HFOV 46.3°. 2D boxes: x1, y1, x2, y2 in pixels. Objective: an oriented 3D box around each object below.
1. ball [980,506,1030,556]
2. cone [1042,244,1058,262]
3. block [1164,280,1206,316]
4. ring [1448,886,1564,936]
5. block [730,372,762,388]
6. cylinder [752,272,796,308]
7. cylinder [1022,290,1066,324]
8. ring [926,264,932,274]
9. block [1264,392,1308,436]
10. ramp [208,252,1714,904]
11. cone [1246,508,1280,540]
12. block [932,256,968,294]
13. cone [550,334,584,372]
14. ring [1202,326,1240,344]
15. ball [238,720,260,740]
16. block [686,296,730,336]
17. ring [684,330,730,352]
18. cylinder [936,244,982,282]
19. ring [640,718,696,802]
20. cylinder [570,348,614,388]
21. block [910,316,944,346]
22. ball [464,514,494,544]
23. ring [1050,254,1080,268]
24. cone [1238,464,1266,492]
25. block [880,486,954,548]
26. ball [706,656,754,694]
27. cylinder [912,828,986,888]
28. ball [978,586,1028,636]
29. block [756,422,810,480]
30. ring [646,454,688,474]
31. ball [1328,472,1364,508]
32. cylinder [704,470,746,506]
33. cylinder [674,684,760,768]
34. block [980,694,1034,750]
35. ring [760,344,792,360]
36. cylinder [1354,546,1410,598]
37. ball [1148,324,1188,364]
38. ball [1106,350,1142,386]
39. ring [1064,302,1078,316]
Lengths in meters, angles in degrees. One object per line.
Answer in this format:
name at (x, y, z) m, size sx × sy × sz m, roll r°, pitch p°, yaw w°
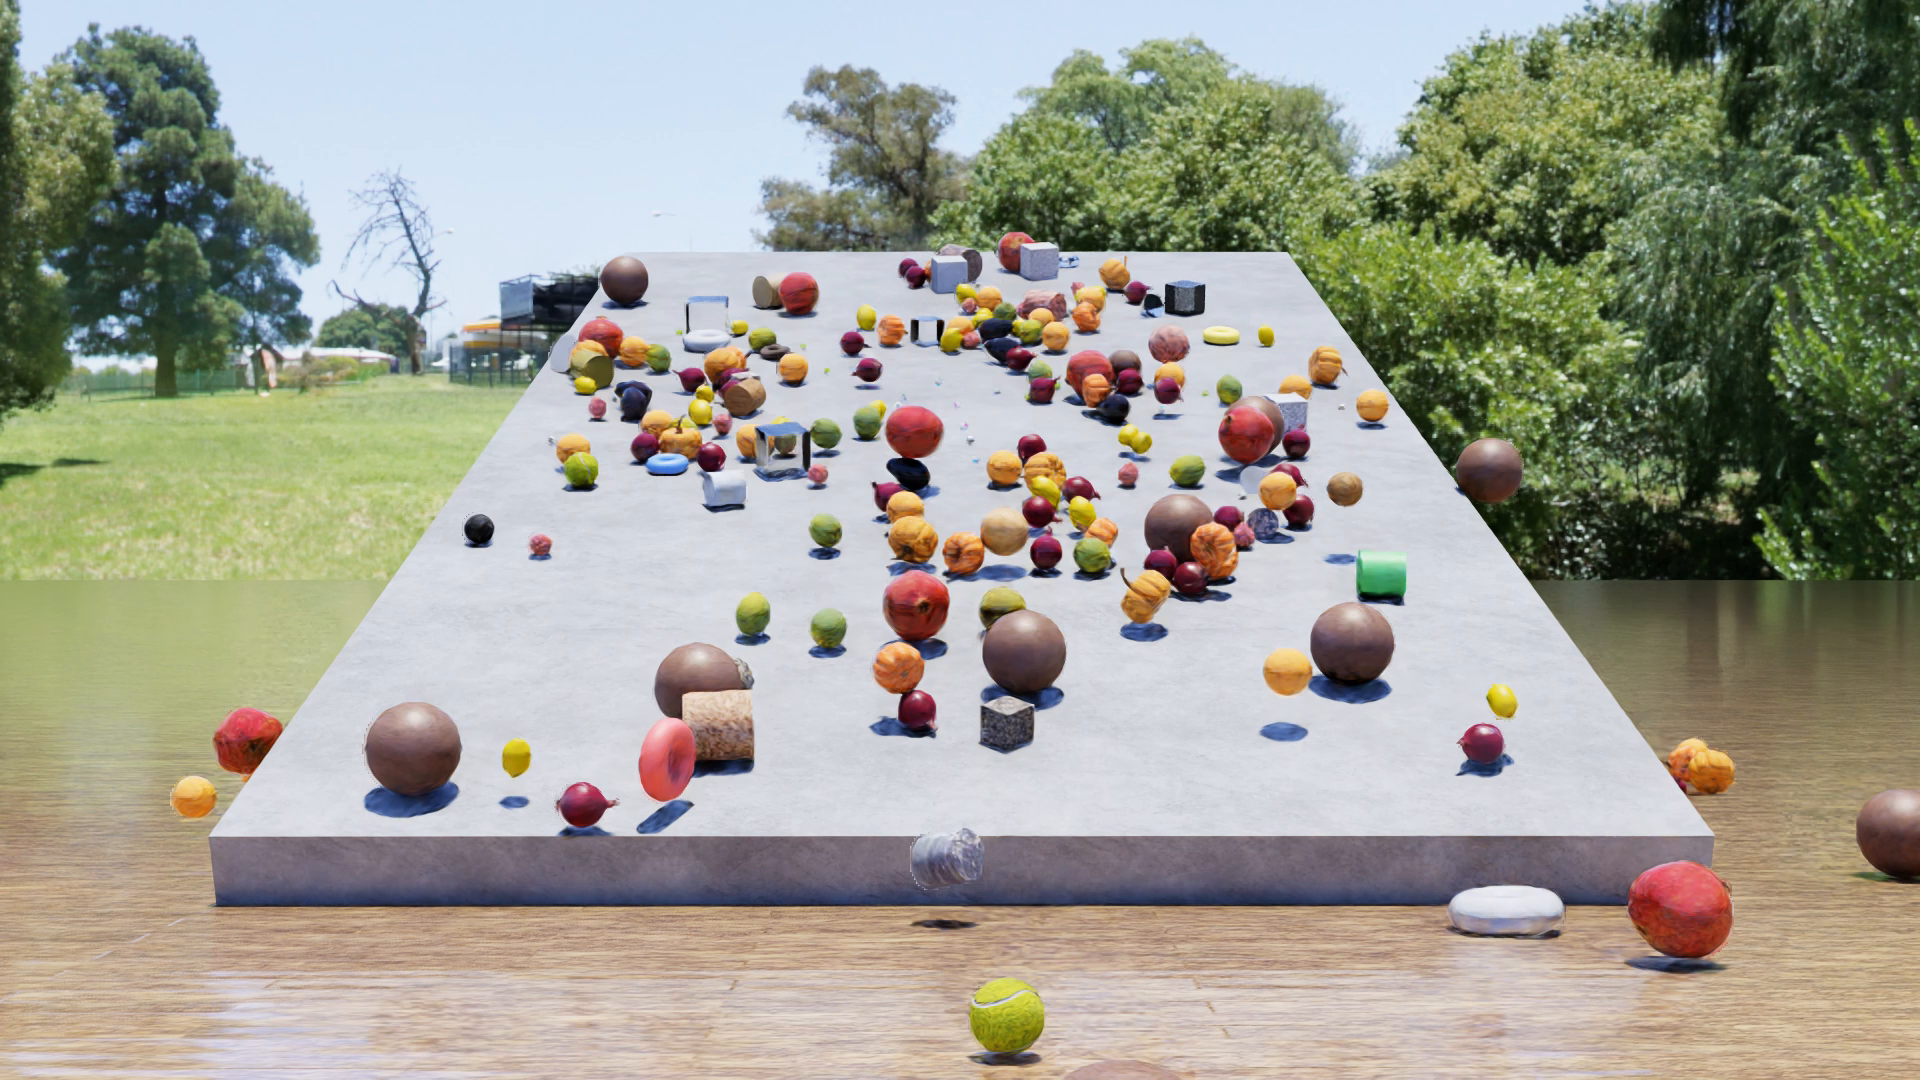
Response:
ball at (0.079, -0.015, 3.980) m, size 0.089 × 0.089 × 0.089 m, roll 0°, pitch -1°, yaw 0°
cone at (0.259, -0.842, 6.653) m, size 0.054 × 0.054 × 0.054 m, roll 0°, pitch -11°, yaw -18°
block at (0.600, -0.645, 5.979) m, size 0.076 × 0.076 × 0.076 m, roll -17°, pitch 25°, yaw -41°
ring at (0.675, 0.458, 2.772) m, size 0.140 × 0.047 × 0.140 m, roll -3°, pitch 0°, yaw 0°
block at (-0.490, -0.352, 5.132) m, size 0.053 × 0.053 × 0.053 m, roll -11°, pitch 22°, yaw -31°
cylinder at (-0.501, -0.676, 6.052) m, size 0.085 × 0.085 × 0.085 m, roll -17°, pitch 11°, yaw -42°
cylinder at (0.221, -0.610, 5.860) m, size 0.083 × 0.083 × 0.083 m, roll 11°, pitch 5°, yaw 30°
ring at (-0.053, -0.780, 6.456) m, size 0.093 × 0.031 × 0.093 m, roll 0°, pitch 17°, yaw 0°
block at (0.707, -0.274, 4.871) m, size 0.072 × 0.072 × 0.072 m, roll -5°, pitch 19°, yaw -14°
ramp at (-0.004, -0.191, 4.891) m, size 2.000 × 0.100 × 4.000 m, roll 0°, pitch 18°, yaw 0°
cone at (0.565, -0.026, 4.197) m, size 0.060 × 0.060 × 0.060 m, roll 0°, pitch -8°, yaw 3°
block at (-0.030, -0.741, 6.249) m, size 0.085 × 0.085 × 0.085 m, roll -4°, pitch 19°, yaw -12°
cone at (-0.914, -0.434, 5.391) m, size 0.097 × 0.097 × 0.097 m, roll -1°, pitch -14°, yaw 41°
ring at (0.660, -0.516, 5.664) m, size 0.094 × 0.031 × 0.094 m, roll 1°, pitch 19°, yaw 0°
ball at (-1.889, 0.505, 5.965) m, size 0.054 × 0.054 × 0.054 m, roll 0°, pitch -1°, yaw 0°
block at (-0.639, -0.559, 5.681) m, size 0.098 × 0.098 × 0.098 m, roll 0°, pitch 18°, yaw 0°
ring at (-0.631, -0.496, 5.587) m, size 0.117 × 0.039 × 0.117 m, roll 1°, pitch 19°, yaw 0°
cylinder at (-0.002, -0.786, 6.368) m, size 0.096 × 0.096 × 0.096 m, roll 1°, pitch 14°, yaw -40°
ring at (-0.395, 0.297, 3.030) m, size 0.038 × 0.114 × 0.114 m, roll 6°, pitch 1°, yaw 23°
cylinder at (-0.858, -0.400, 5.232) m, size 0.079 × 0.079 × 0.079 m, roll 1°, pitch 15°, yaw -36°
block at (-0.082, -0.527, 5.644) m, size 0.061 × 0.061 × 0.061 m, roll -13°, pitch 22°, yaw -34°
ball at (-0.886, -0.021, 4.133) m, size 0.054 × 0.054 × 0.054 m, roll 0°, pitch -1°, yaw 0°
ring at (0.308, -0.820, 6.579) m, size 0.087 × 0.029 × 0.087 m, roll 1°, pitch 18°, yaw 0°
cone at (0.578, -0.114, 4.464) m, size 0.056 × 0.056 × 0.056 m, roll 0°, pitch -16°, yaw -2°
block at (-0.080, -0.041, 4.155) m, size 0.087 × 0.087 × 0.087 m, roll -5°, pitch 27°, yaw -38°
ball at (-0.350, 0.214, 3.399) m, size 0.073 × 0.073 × 0.073 m, roll 0°, pitch -1°, yaw 0°
cylinder at (-0.014, 0.401, 2.828) m, size 0.066 × 0.066 × 0.066 m, roll -16°, pitch -11°, yaw 37°
ball at (0.070, 0.117, 3.681) m, size 0.080 × 0.080 × 0.080 m, roll 0°, pitch -1°, yaw 0°
block at (-0.361, -0.183, 4.567) m, size 0.089 × 0.089 × 0.089 m, roll -7°, pitch 20°, yaw -20°
ring at (-0.597, -0.155, 4.579) m, size 0.084 × 0.028 × 0.084 m, roll -1°, pitch 19°, yaw 0°
ball at (0.696, -0.092, 4.051) m, size 0.065 × 0.065 × 0.065 m, roll 0°, pitch -1°, yaw 0°
cylinder at (-0.456, -0.101, 4.352) m, size 0.066 × 0.066 × 0.066 m, roll -7°, pitch 2°, yaw -26°
cylinder at (-0.346, 0.265, 3.203) m, size 0.098 × 0.098 × 0.098 m, roll -14°, pitch 3°, yaw -15°
block at (0.069, 0.266, 3.272) m, size 0.055 × 0.055 × 0.055 m, roll 17°, pitch 25°, yaw 42°
ring at (-0.451, -0.460, 5.500) m, size 0.075 × 0.025 × 0.075 m, roll 1°, pitch 20°, yaw 0°
cylinder at (0.727, 0.057, 3.865) m, size 0.077 × 0.077 × 0.077 m, roll -17°, pitch -5°, yaw 12°
ball at (0.486, -0.457, 5.231) m, size 0.093 × 0.093 × 0.093 m, roll 0°, pitch -1°, yaw 0°
ball at (0.382, -0.402, 5.233) m, size 0.086 × 0.086 × 0.086 m, roll 0°, pitch -1°, yaw 0°
ring at (0.273, -0.614, 5.963) m, size 0.081 × 0.027 × 0.081 m, roll 1°, pitch 19°, yaw 0°
